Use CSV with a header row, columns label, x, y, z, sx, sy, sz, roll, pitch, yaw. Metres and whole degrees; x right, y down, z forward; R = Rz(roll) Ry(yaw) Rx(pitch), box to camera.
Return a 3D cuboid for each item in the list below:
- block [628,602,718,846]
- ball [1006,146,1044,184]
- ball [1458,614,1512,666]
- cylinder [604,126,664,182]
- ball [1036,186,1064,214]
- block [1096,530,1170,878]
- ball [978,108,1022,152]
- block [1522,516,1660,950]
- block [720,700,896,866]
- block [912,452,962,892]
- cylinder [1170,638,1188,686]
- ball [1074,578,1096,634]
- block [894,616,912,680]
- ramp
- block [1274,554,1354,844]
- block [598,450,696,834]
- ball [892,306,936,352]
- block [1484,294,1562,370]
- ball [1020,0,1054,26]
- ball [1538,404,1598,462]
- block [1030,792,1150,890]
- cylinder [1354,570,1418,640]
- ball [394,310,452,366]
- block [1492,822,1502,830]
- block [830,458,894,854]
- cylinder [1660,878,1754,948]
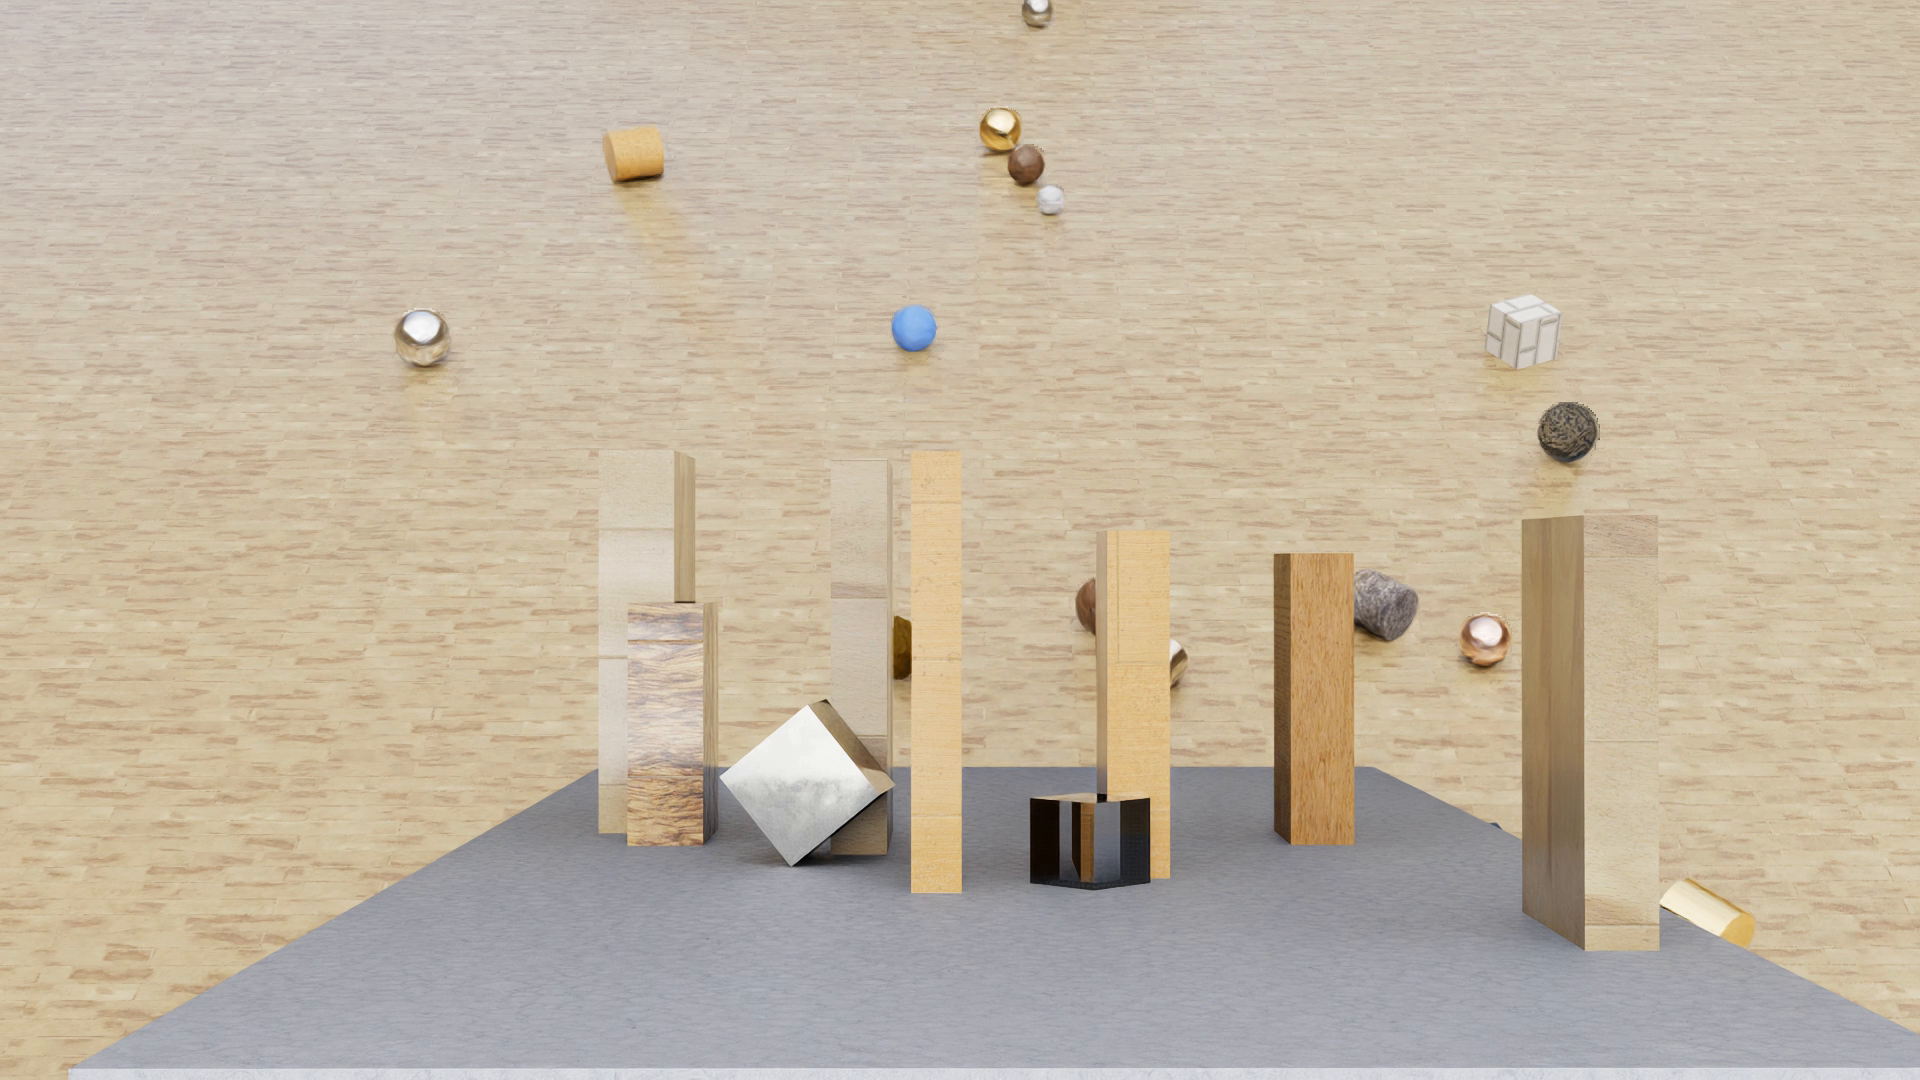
label,x,y,z,sx,sy,sz,roll,pitch,yaw
block,-0.550,0.346,4.985,0.141,0.451,0.309,0,-1,0
ball,0.256,-1.459,10.072,0.147,0.147,0.147,0,31,0
ball,1.464,0.280,7.226,0.144,0.144,0.144,0,31,0
cylinder,-1.271,-1.506,10.102,0.191,0.191,0.191,-11,33,-17
ball,0.344,-1.290,9.831,0.109,0.109,0.109,0,31,0
block,0.299,0.276,4.500,0.105,0.581,0.335,0,-1,0
ball,0.162,-1.636,10.338,0.173,0.173,0.173,0,31,0
block,0.899,0.264,3.717,0.101,0.592,0.392,0,-1,0
block,-0.267,0.427,4.588,0.200,0.200,0.200,-39,-5,5
block,-0.038,0.213,4.329,0.081,0.705,0.378,0,-1,0
cylinder,0.541,0.351,7.125,0.127,0.127,0.127,19,36,28
ball,0.410,0.187,7.354,0.169,0.169,0.169,0,31,0
block,-0.171,0.298,7.146,0.115,0.115,0.115,24,38,-50
ramp,0.070,0.618,4.699,2.000,0.100,4.000,0,-1,0
block,0.678,0.298,4.973,0.118,0.545,0.261,0,-1,0
block,-0.632,0.200,5.261,0.147,0.747,0.410,0,-1,0
ball,-0.157,-0.722,8.857,0.155,0.155,0.155,0,31,0
block,1.919,-0.711,8.822,0.172,0.172,0.172,-16,35,-24
ball,0.344,-2.365,11.558,0.145,0.145,0.145,0,31,0
ball,1.924,-0.340,8.204,0.185,0.185,0.185,0,31,0
block,0.214,0.494,4.264,0.140,0.140,0.140,-1,-1,44
cylinder,1.191,0.184,7.370,0.156,0.156,0.156,27,41,37
ball,-1.817,-0.684,8.759,0.190,0.190,0.190,0,31,0
block,1.271,0.809,6.353,0.151,0.151,0.151,-8,32,-13
block,-0.183,0.212,4.901,0.102,0.716,0.429,0,-1,0
cylinder,1.763,0.919,6.154,0.169,0.169,0.169,-23,38,-32
